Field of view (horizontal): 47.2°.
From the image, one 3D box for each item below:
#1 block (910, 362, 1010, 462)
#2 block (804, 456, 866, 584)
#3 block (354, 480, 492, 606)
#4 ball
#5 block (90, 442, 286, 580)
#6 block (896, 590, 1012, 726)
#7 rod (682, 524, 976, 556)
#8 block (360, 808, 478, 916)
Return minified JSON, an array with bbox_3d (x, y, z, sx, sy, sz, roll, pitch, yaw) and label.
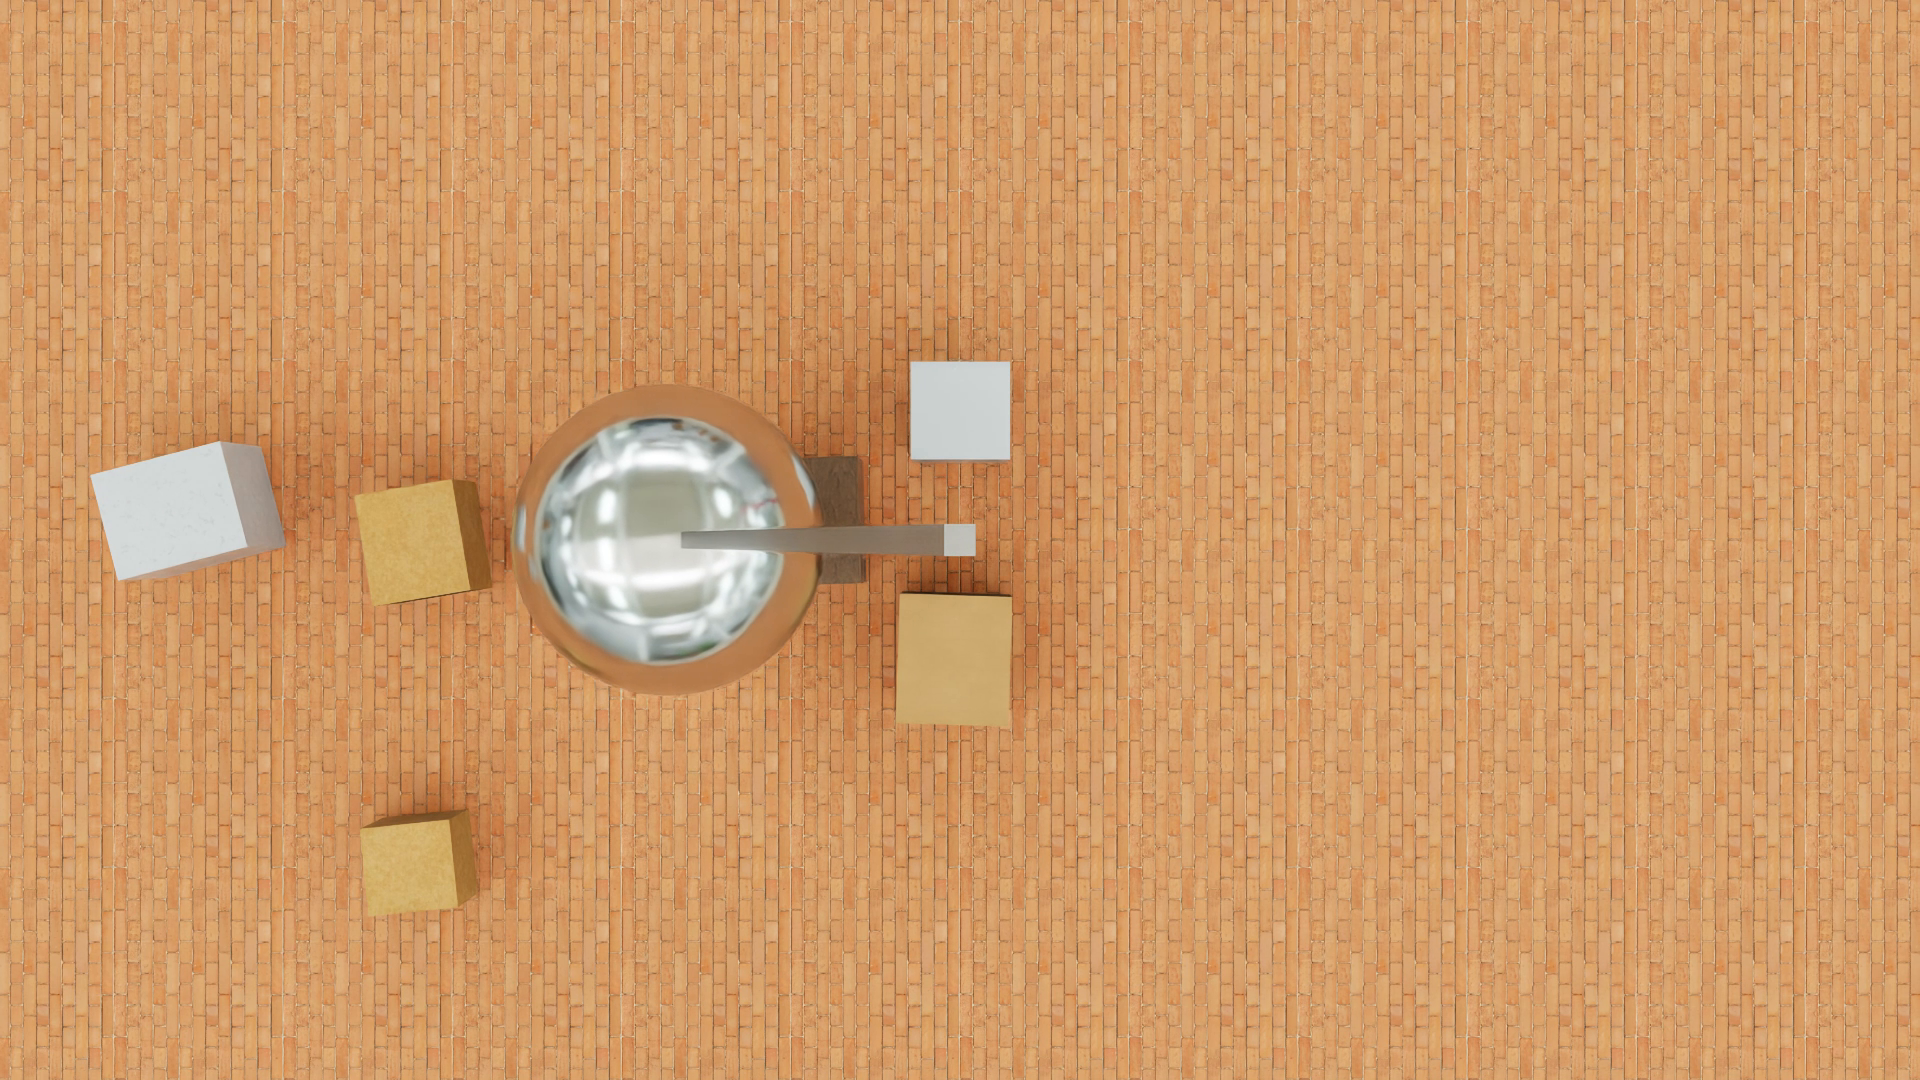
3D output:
[{"bbox_3d":[0.002,-0.730,12.699,0.559,0.602,0.550,0,90,0],"label":"block"},{"bbox_3d":[-0.874,-0.105,12.656,0.622,0.689,0.713,-2,90,0],"label":"block"},{"bbox_3d":[-3.088,0.015,12.699,0.558,0.602,0.635,-10,90,0],"label":"block"},{"bbox_3d":[-1.487,0.000,11.260,1.600,1.600,1.600,0,90,0],"label":"ball"},{"bbox_3d":[-4.415,-0.163,12.637,0.746,0.727,0.609,-15,90,0],"label":"block"},{"bbox_3d":[-0.033,0.674,12.672,0.632,0.656,0.727,2,90,0],"label":"block"},{"bbox_3d":[-0.645,0.000,7.966,0.080,5.200,0.080,0,90,-14],"label":"rod"},{"bbox_3d":[-3.130,1.863,12.744,0.511,0.512,0.501,-6,90,0],"label":"block"}]
